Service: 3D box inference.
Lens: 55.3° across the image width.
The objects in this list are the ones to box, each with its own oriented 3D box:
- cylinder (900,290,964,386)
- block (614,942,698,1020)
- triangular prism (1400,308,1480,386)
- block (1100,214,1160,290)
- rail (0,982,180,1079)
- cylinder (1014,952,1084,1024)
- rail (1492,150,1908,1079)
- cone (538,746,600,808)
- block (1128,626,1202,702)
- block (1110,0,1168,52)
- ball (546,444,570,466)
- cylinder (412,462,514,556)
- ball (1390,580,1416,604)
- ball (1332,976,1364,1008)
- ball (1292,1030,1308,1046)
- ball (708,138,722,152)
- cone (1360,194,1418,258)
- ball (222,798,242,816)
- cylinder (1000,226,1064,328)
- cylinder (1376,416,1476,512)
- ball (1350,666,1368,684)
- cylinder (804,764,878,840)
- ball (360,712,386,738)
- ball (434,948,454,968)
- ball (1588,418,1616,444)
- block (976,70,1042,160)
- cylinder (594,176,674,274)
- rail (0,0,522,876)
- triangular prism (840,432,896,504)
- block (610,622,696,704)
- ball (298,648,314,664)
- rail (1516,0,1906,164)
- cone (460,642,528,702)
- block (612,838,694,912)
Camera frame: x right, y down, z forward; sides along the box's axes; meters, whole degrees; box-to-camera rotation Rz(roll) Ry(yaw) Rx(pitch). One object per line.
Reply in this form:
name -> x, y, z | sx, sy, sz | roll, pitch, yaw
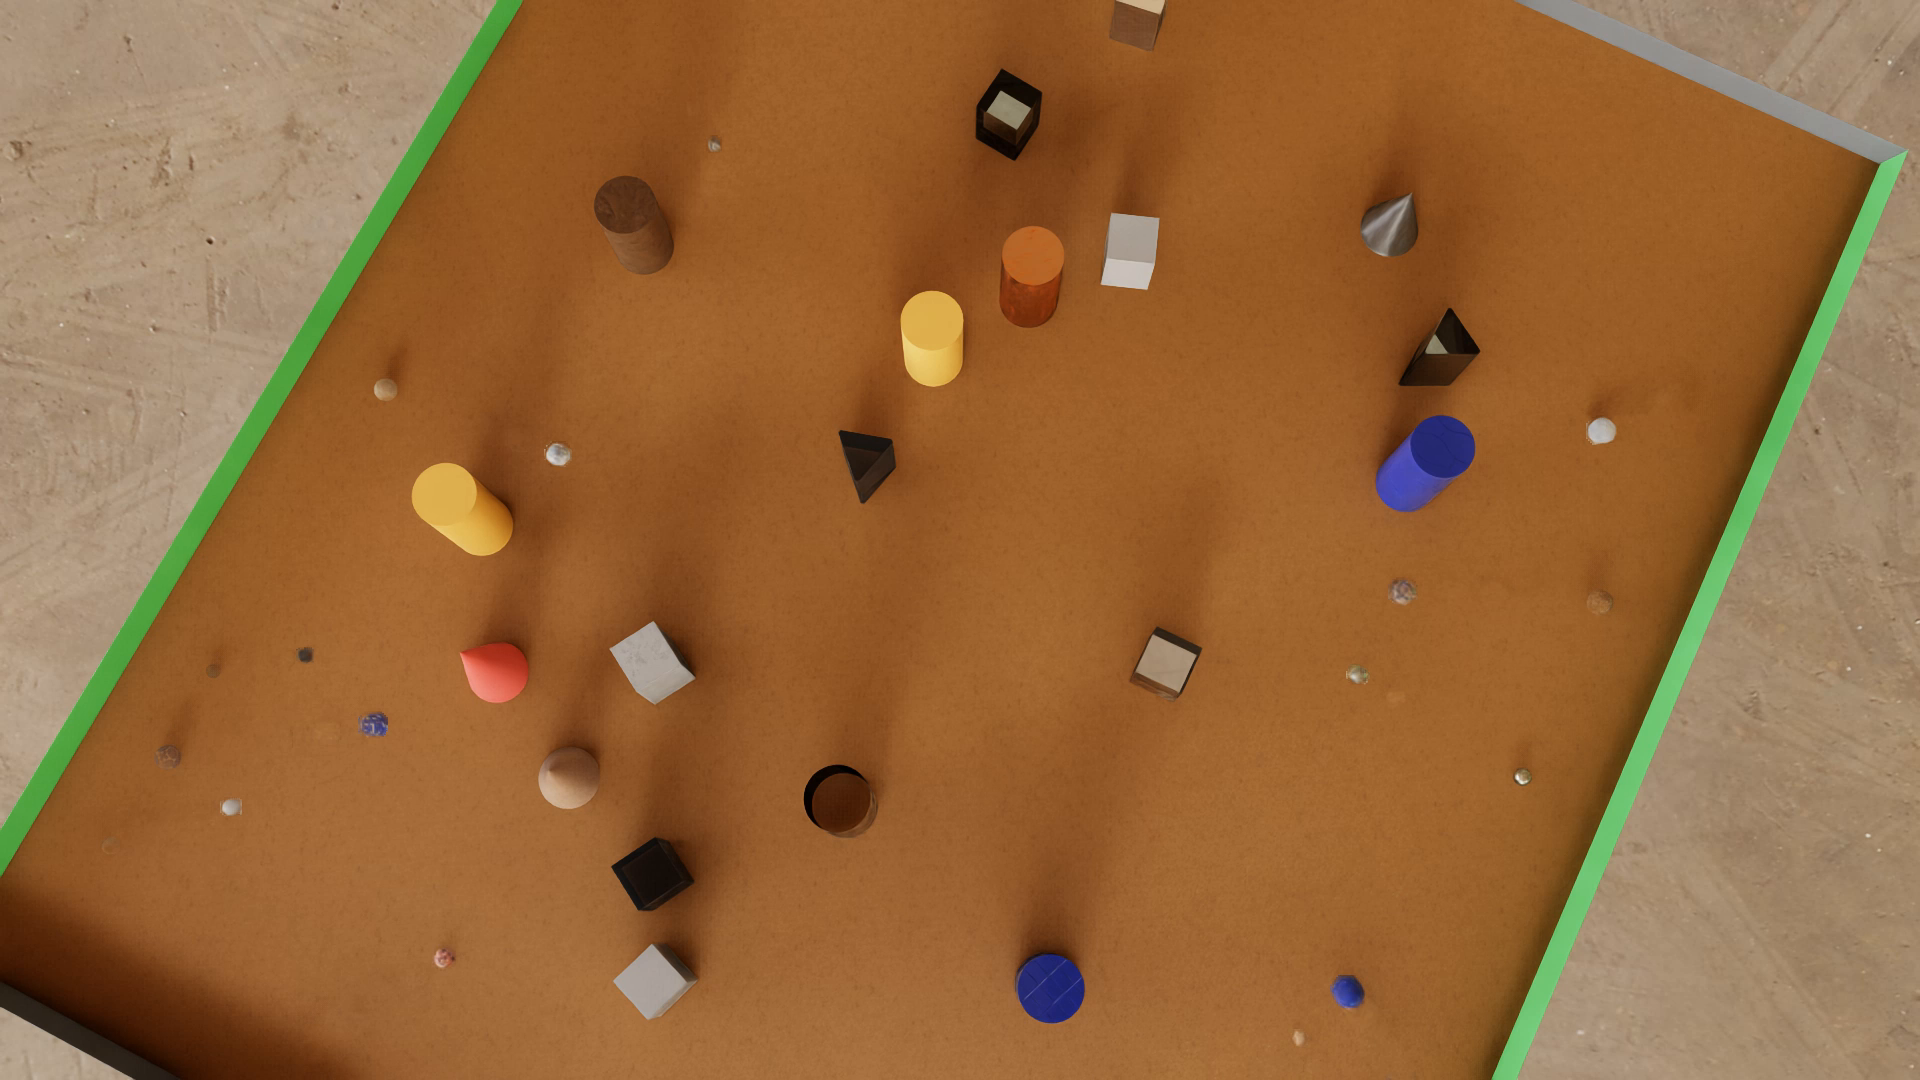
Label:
cylinder -> -0.082, -0.606, 5.554 | 0.184, 0.368, 0.184 | 0, 78, 0
block -> -0.867, 1.259, 5.238 | 0.147, 0.231, 0.147 | -44, 82, -8
triangular prism -> 1.449, -0.585, 5.568 | 0.160, 0.332, 0.138 | 0, 78, 0
block -> 0.526, -0.893, 5.682 | 0.147, 0.234, 0.147 | 6, 78, 1
rail -> -1.082, 2.125, 5.115 | 4.212, 0.120, 0.045 | 26, 80, 5
cylinder -> 0.251, 1.266, 5.193 | 0.184, 0.317, 0.184 | 0, 78, 0
rail -> 1.862, 0.918, 5.364 | 0.045, 0.120, 4.886 | 26, 80, 5
cone -> -1.166, 0.681, 5.332 | 0.184, 0.281, 0.184 | 0, 78, 0
block -> 0.607, 0.370, 5.424 | 0.147, 0.227, 0.147 | 25, 79, 5
block -> 0.577, -1.699, 5.837 | 0.147, 0.255, 0.147 | 19, 79, 4
ball -> -1.235, -0.262, 5.634 | 0.071, 0.071, 0.071 | 0, 78, 0
cylinder -> -1.464, -0.085, 5.412 | 0.184, 0.434, 0.184 | 0, 78, 0
ball -> 1.341, 0.157, 5.544 | 0.077, 0.077, 0.077 | 0, 78, 0
ball -> 1.123, 1.309, 5.300 | 0.090, 0.090, 0.090 | 0, 78, 0
ball -> 0.983, 1.440, 5.297 | 0.042, 0.042, 0.042 | 0, 78, 0
ball -> -0.784, -1.263, 5.855 | 0.043, 0.043, 0.043 | 0, 78, 0
cone -> 1.364, -1.017, 5.673 | 0.184, 0.302, 0.184 | 0, 78, 0
ball -> -2.156, 0.792, 5.426 | 0.052, 0.052, 0.052 | 0, 78, 0
cylinder -> 0.215, -0.795, 5.578 | 0.184, 0.397, 0.184 | 0, 78, 0
cylinder -> 1.374, -0.220, 5.433 | 0.184, 0.449, 0.184 | 0, 78, 0
ball -> 1.197, 0.406, 5.505 | 0.054, 0.054, 0.054 | 0, 78, 0
cylinder -> -0.337, 0.753, 5.237 | 0.184, 0.438, 0.184 | 0, 78, 0
ball -> -1.749, 0.552, 5.464 | 0.075, 0.075, 0.075 | 0, 78, 0
ball -> -1.500, 1.218, 5.335 | 0.057, 0.057, 0.057 | 0, 78, 0
ball -> 1.978, -0.336, 5.644 | 0.082, 0.082, 0.082 | 0, 78, 0
block -> 0.152, -1.336, 5.770 | 0.147, 0.240, 0.147 | 32, 80, 6
cylinder -> -0.999, -0.964, 5.635 | 0.184, 0.354, 0.184 | 0, 78, 0
rail -> -1.862, -0.906, 5.741 | 0.045, 0.120, 4.886 | 26, 80, 5
triangular prism -> -0.302, -0.245, 5.513 | 0.138, 0.302, 0.160 | 40, 81, 8
block -> -0.897, 0.364, 5.377 | 0.147, 0.321, 0.147 | -33, 80, -6
ball -> -1.972, 0.349, 5.522 | 0.043, 0.043, 0.043 | 0, 78, 0
rail -> 1.082, -2.113, 5.991 | 4.212, 0.120, 0.045 | 26, 80, 5
cone -> -1.395, 0.356, 5.321 | 0.184, 0.434, 0.184 | 0, 78, 0
block -> -0.884, 0.967, 5.290 | 0.147, 0.247, 0.147 | -33, 80, -6
